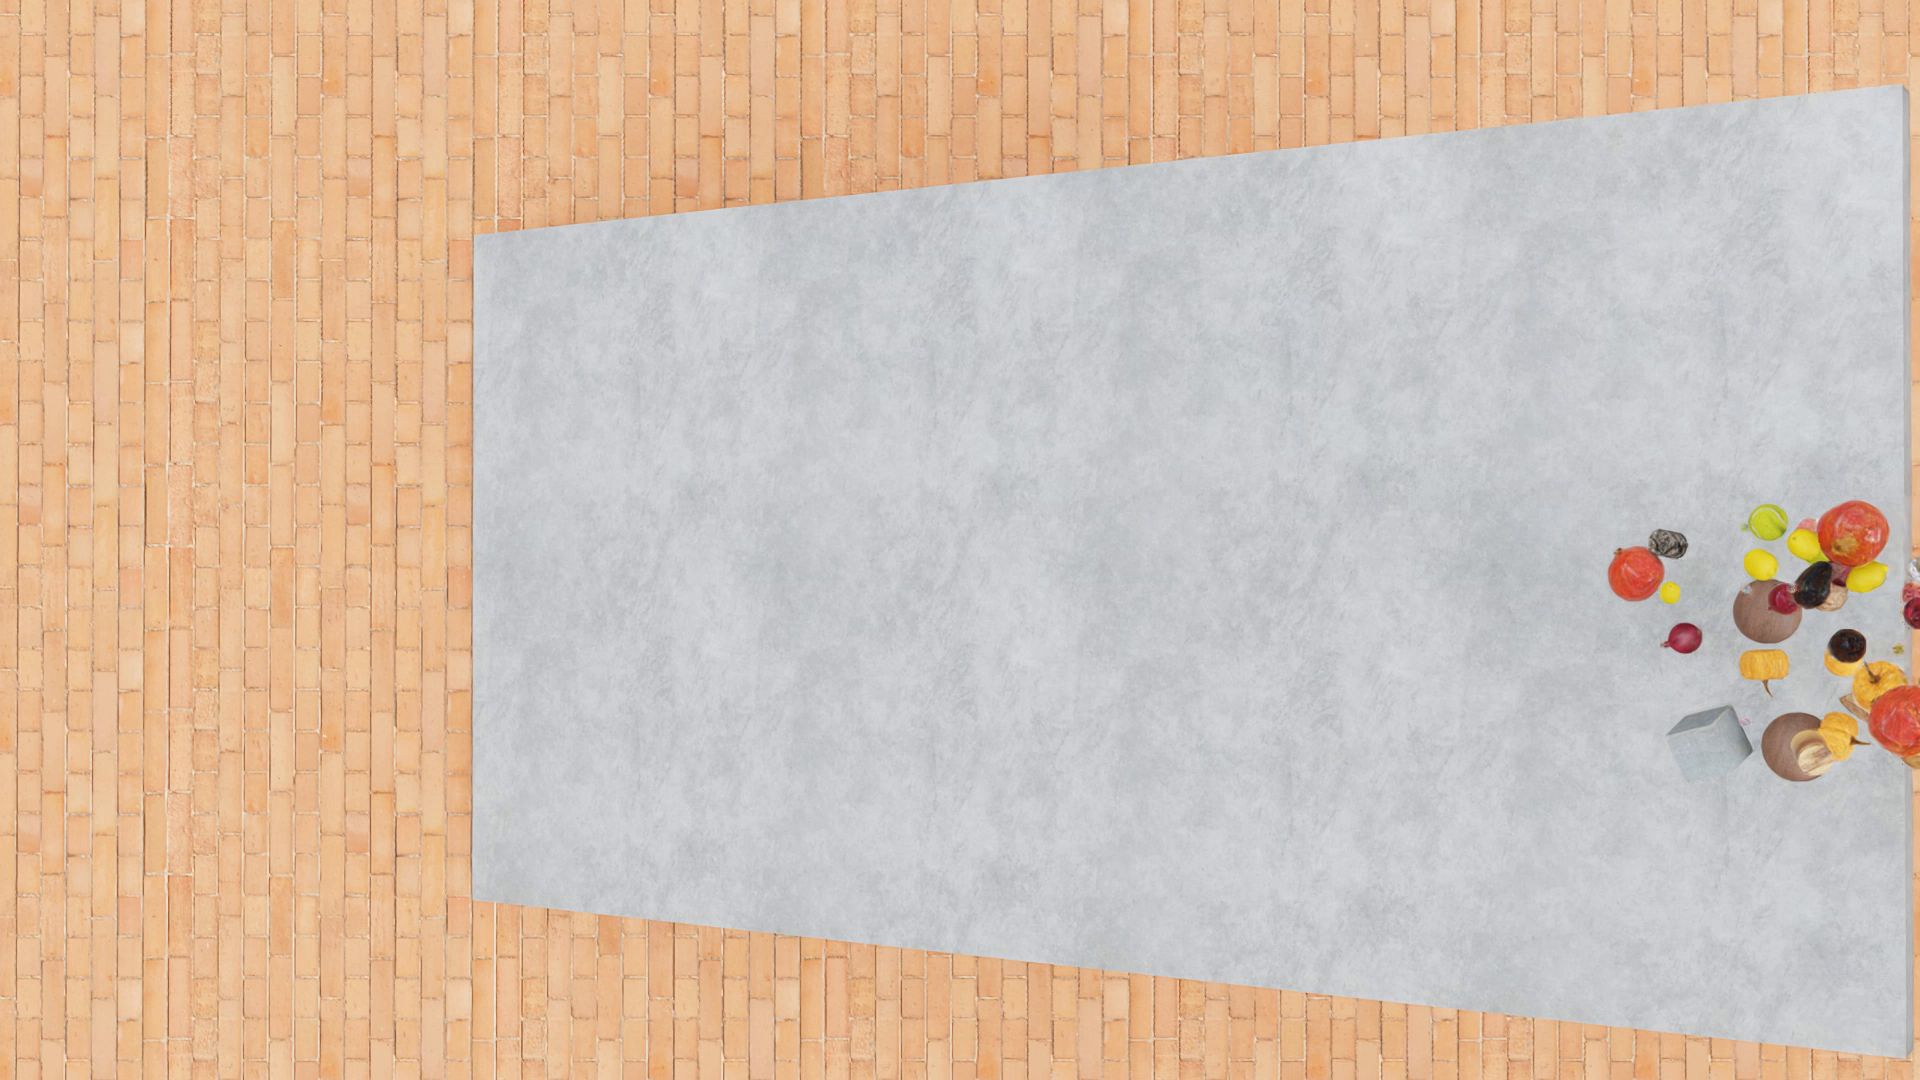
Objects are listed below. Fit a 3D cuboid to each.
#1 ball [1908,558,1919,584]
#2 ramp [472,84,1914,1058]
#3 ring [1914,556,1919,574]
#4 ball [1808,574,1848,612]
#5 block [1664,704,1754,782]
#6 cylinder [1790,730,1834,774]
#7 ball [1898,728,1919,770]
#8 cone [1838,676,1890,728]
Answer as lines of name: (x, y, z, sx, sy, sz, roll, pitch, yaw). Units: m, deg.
ball: (1.882, 0.060, 4.296, 0.057, 0.057, 0.057, 0, 89, 0)
ramp: (0.262, 0.072, 5.606, 4.000, 0.100, 2.000, 0, 89, 32)
ring: (1.699, 0.040, 3.758, 0.123, 0.123, 0.041, 2, 77, 0)
ball: (1.595, 0.097, 4.039, 0.069, 0.069, 0.069, 0, 89, 0)
block: (1.405, 0.382, 4.125, 0.098, 0.098, 0.098, -28, 93, -43)
cylinder: (1.423, 0.355, 3.672, 0.055, 0.055, 0.055, 3, 113, 6)
ball: (1.736, 0.377, 3.974, 0.077, 0.077, 0.077, 0, 89, 0)
cone: (1.808, 0.304, 4.342, 0.097, 0.097, 0.097, 38, 89, 0)
